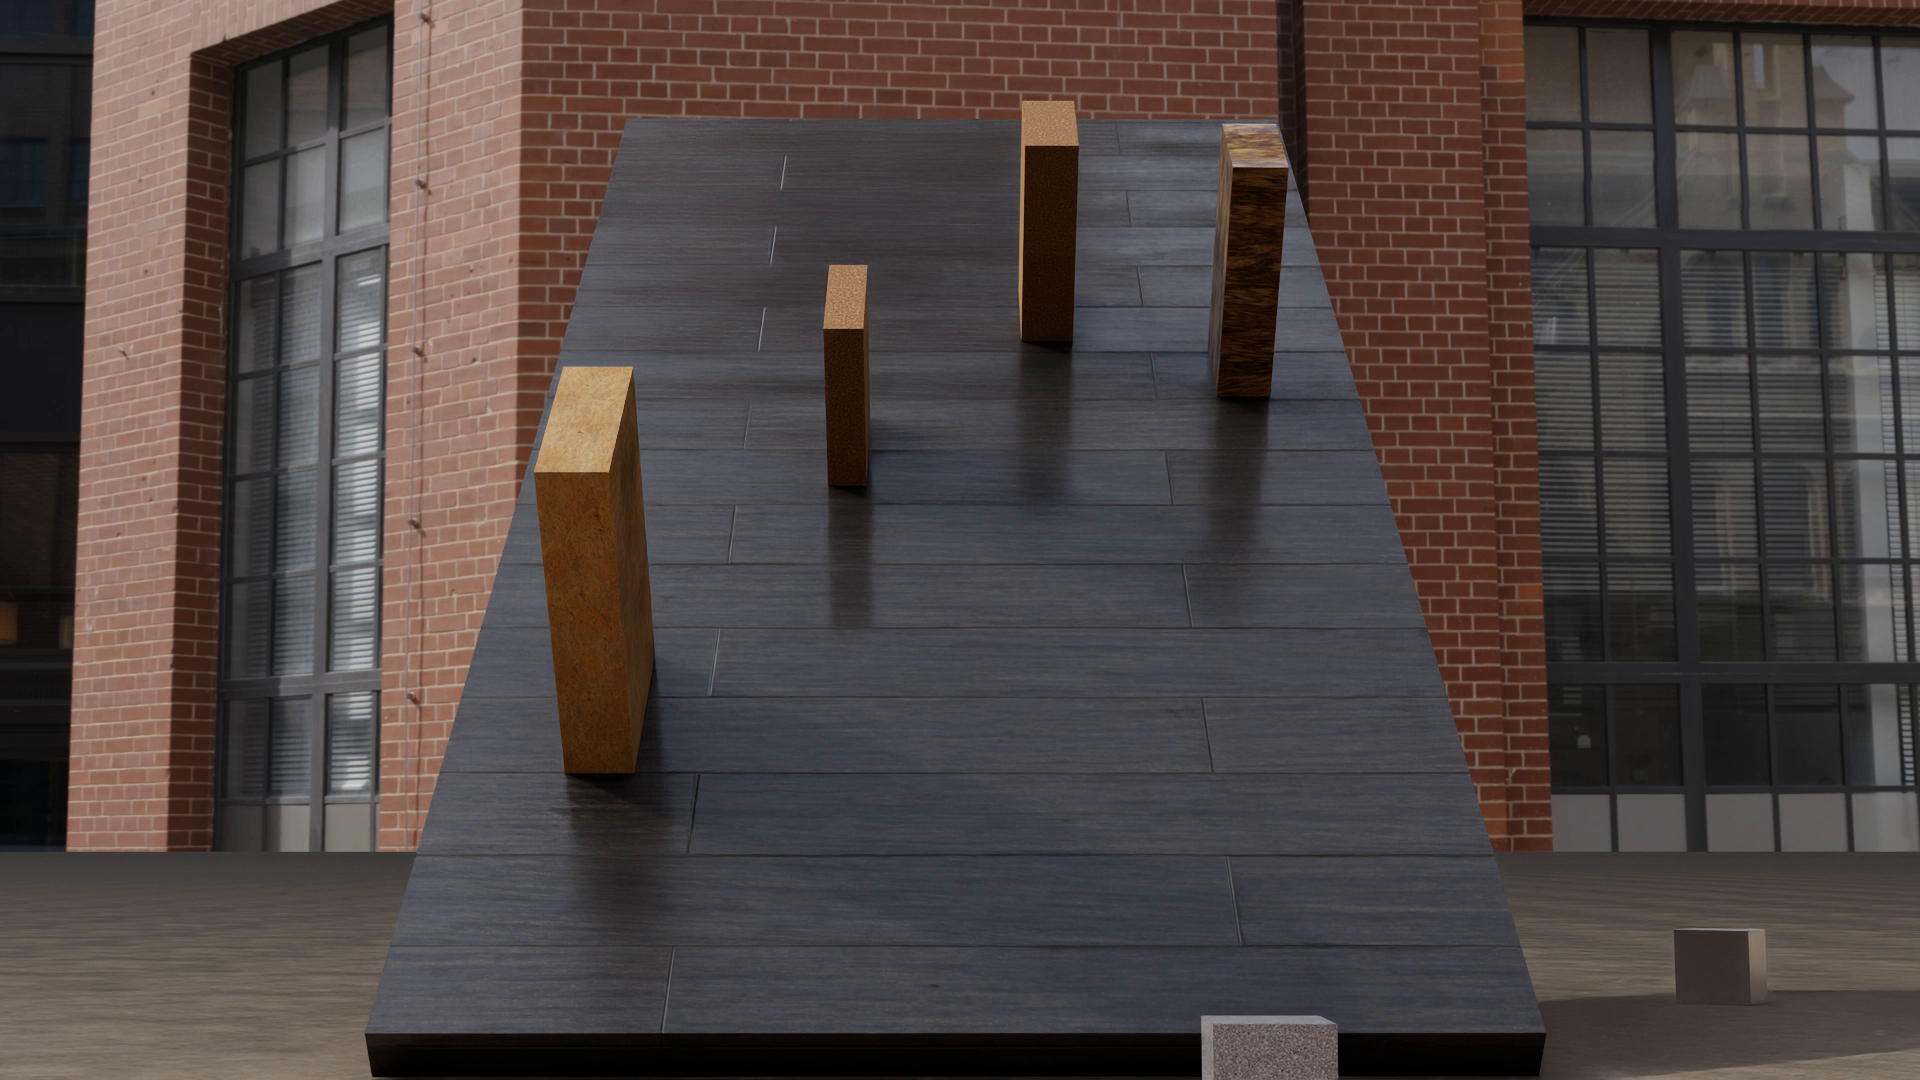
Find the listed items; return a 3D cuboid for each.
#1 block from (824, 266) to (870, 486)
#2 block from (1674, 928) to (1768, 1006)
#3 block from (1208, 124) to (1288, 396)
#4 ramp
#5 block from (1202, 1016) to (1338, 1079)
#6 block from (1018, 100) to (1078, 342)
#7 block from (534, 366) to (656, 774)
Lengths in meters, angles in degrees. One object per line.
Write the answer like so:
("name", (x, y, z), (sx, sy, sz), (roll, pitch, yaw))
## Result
("block", (-0.261, -0.384, 5.697), (0.089, 0.407, 0.324), (0, 32, 0))
("block", (1.916, 1.073, 6.164), (0.182, 0.182, 0.182), (-4, -8, 30))
("block", (0.700, -0.681, 5.985), (0.130, 0.610, 0.262), (0, 32, 0))
("ramp", (-0.015, -0.188, 5.862), (2.000, 0.100, 4.000), (0, 32, 0))
("block", (0.410, 0.720, 3.256), (0.162, 0.162, 0.162), (0, -7, 0))
("block", (0.224, -0.815, 6.261), (0.132, 0.538, 0.289), (0, 32, 0))
("block", (-0.698, 0.059, 4.735), (0.134, 0.678, 0.400), (0, 32, 0))
